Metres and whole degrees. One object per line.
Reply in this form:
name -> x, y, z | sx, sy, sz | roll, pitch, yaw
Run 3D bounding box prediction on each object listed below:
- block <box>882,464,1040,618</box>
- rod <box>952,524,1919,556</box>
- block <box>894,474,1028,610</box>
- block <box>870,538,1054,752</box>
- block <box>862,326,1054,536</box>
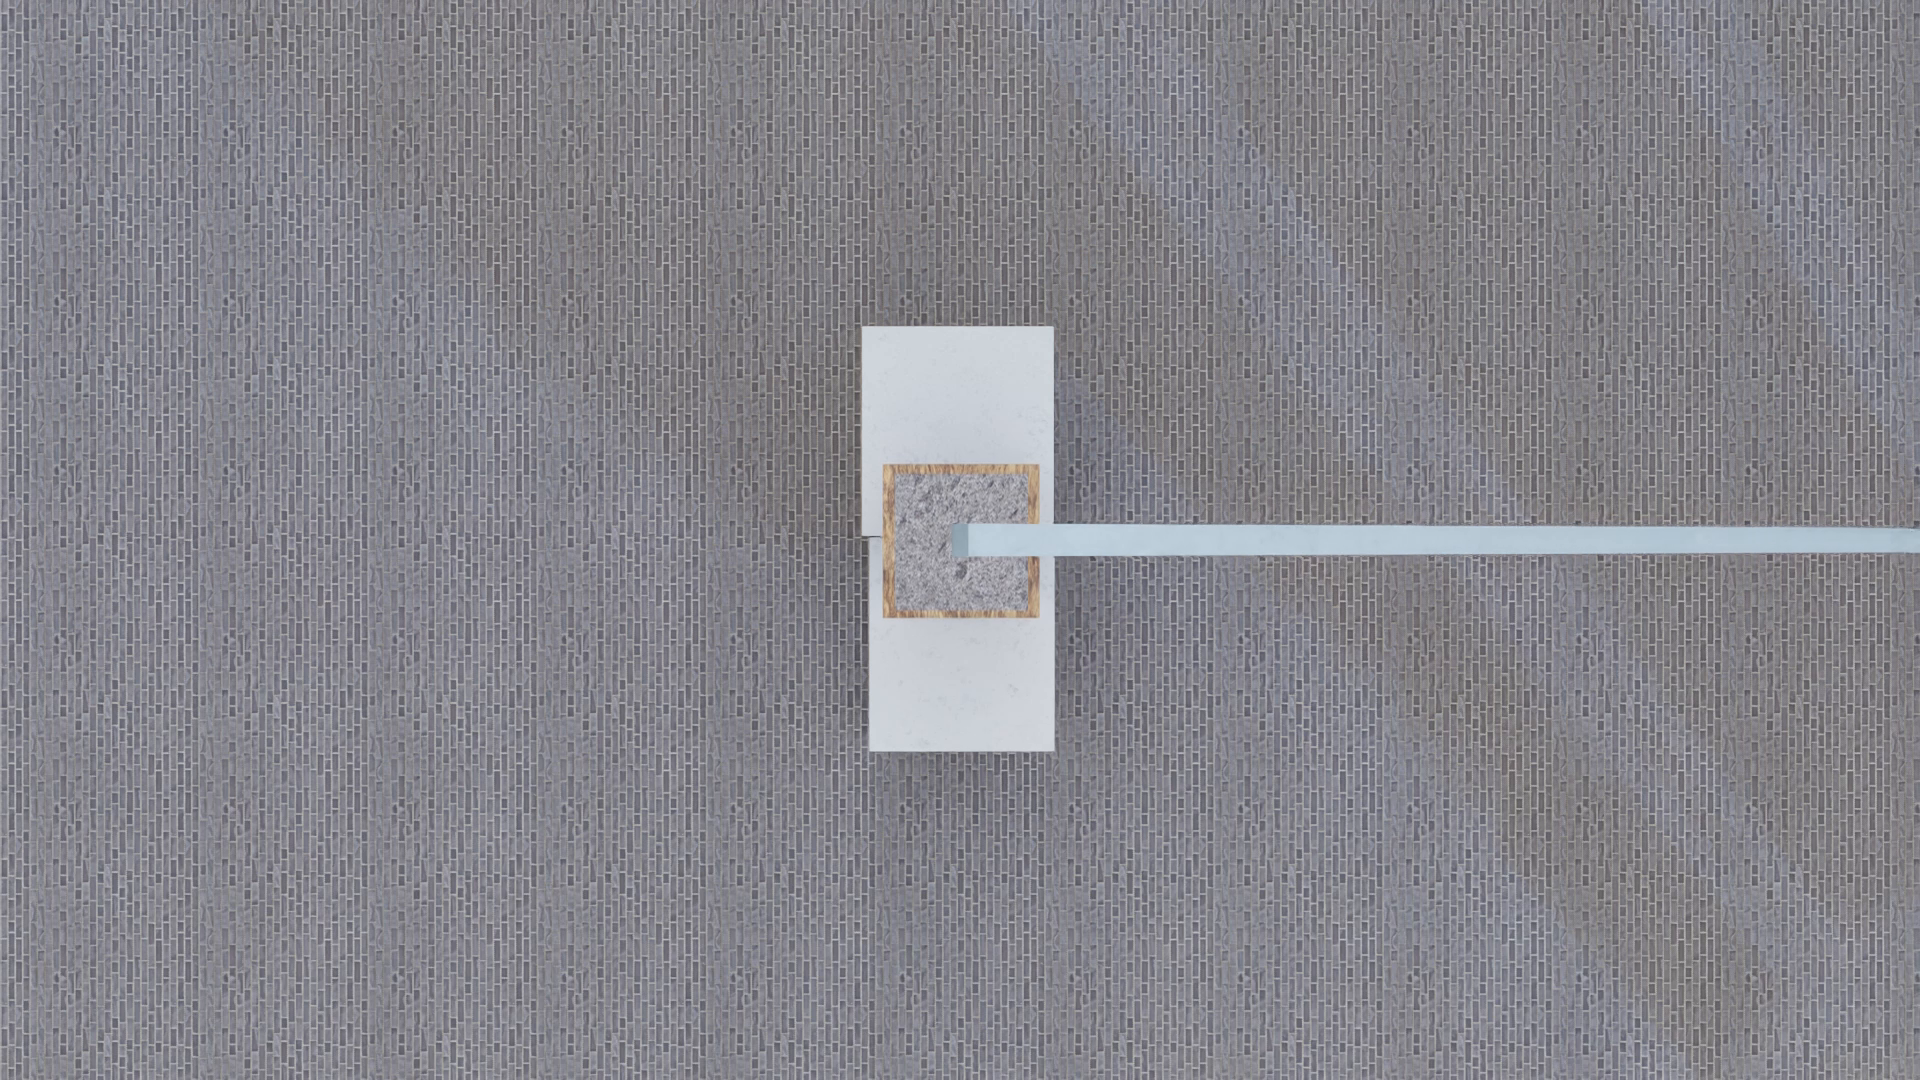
block -> 0.006, 0.003, 11.473 | 0.790, 0.809, 0.775 | 0, 90, 0
rod -> 2.212, 0.000, 6.766 | 5.200, 0.080, 0.080 | 0, 90, -32
block -> 0.007, 0.008, 10.701 | 0.625, 0.735, 0.643 | 0, 90, 0
block -> 0.011, 0.570, 12.503 | 1.010, 0.995, 1.168 | 0, 90, 0
block -> -0.011, -0.589, 12.439 | 1.034, 1.122, 1.130 | 0, 90, 0
